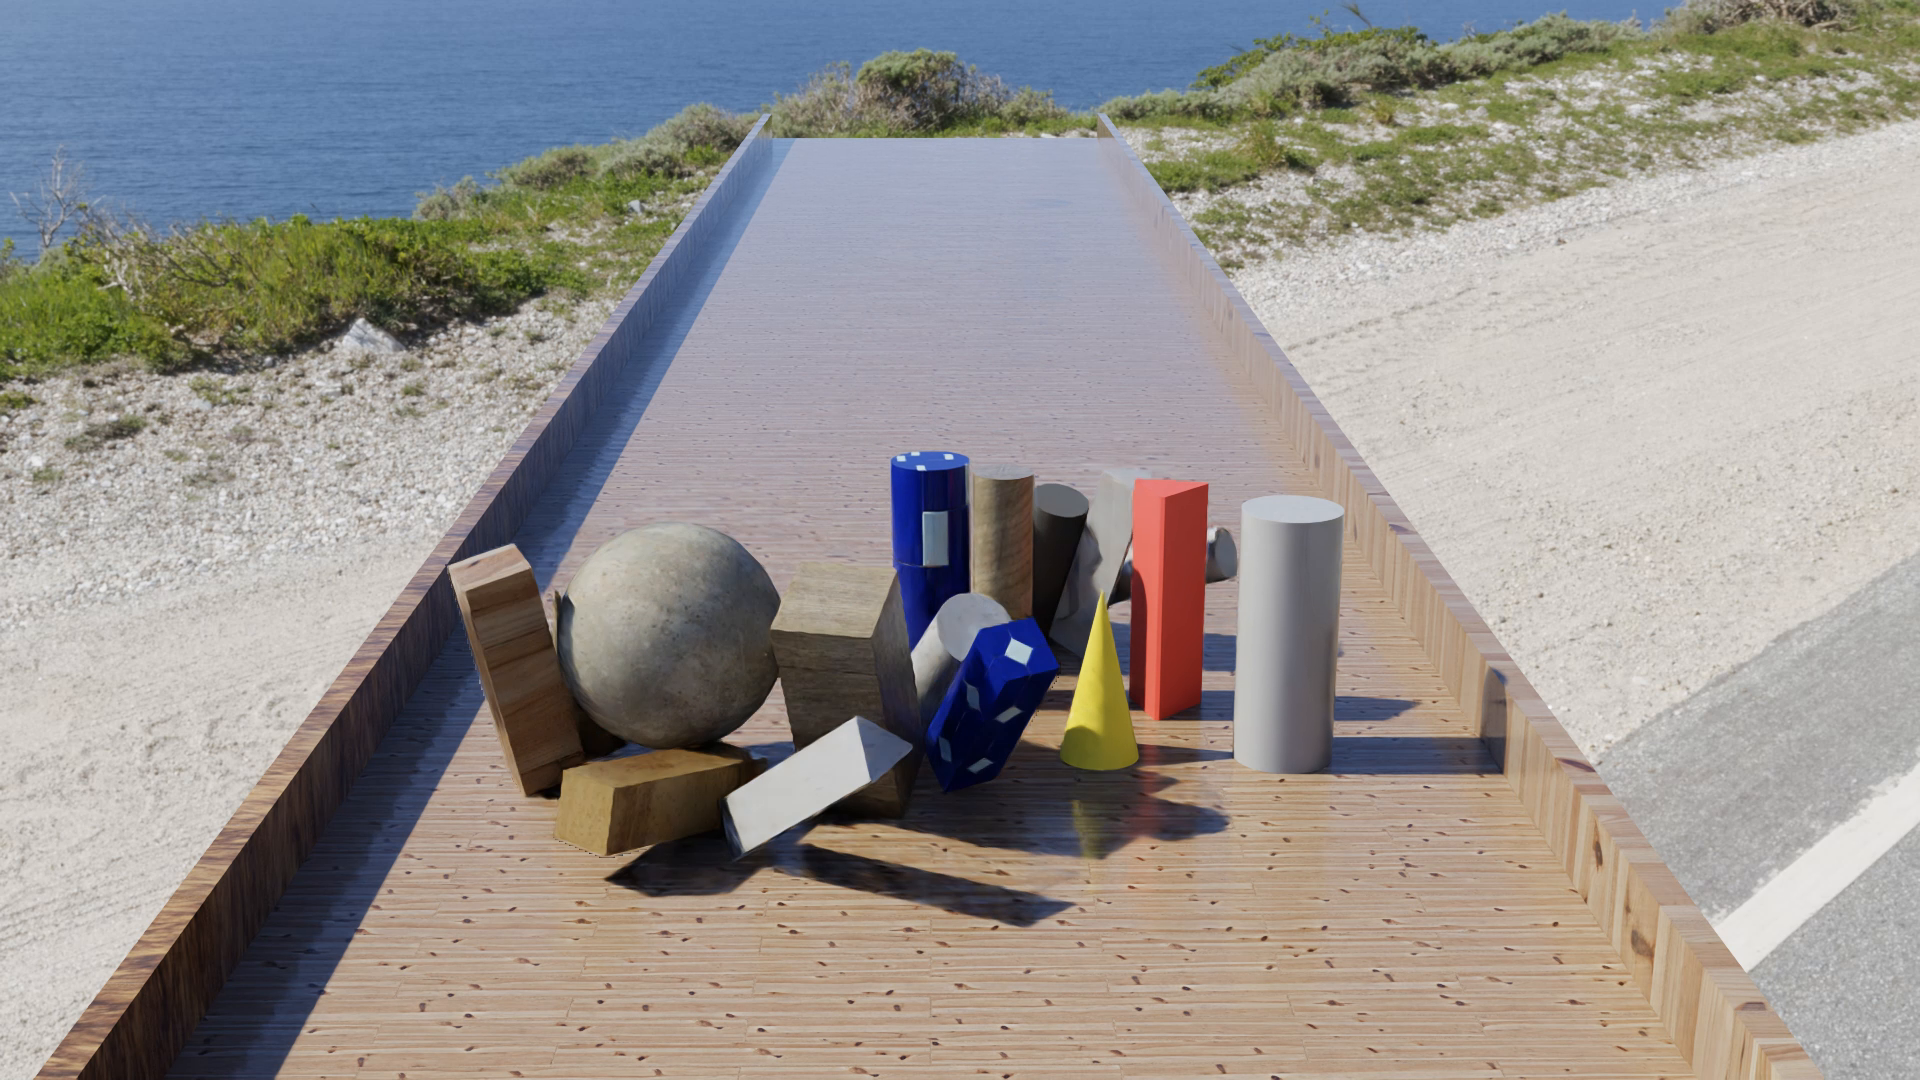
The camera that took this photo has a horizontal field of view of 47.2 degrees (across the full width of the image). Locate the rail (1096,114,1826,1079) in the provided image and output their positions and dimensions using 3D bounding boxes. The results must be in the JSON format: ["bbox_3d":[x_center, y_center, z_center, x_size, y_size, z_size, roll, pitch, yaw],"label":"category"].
[{"bbox_3d":[0.932,-0.844,7.801,0.050,0.150,12.000,0,17,-1],"label":"rail"}]

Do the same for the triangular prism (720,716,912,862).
[{"bbox_3d":[-0.243,0.374,3.391,0.402,0.090,0.104,-34,3,45],"label":"triangular prism"}]

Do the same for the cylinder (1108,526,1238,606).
[{"bbox_3d":[0.345,0.070,4.489,0.440,0.107,0.107,-13,8,30],"label":"cylinder"}]

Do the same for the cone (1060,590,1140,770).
[{"bbox_3d":[0.249,0.233,3.889,0.142,0.316,0.142,0,17,0],"label":"cone"}]

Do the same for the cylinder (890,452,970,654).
[{"bbox_3d":[-0.056,0.044,4.347,0.156,0.414,0.156,-1,16,0],"label":"cylinder"}]

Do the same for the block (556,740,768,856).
[{"bbox_3d":[-0.474,0.410,3.532,0.108,0.108,0.368,15,11,33],"label":"block"}]

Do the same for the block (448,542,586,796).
[{"bbox_3d":[-0.747,0.221,3.729,0.115,0.405,0.115,-20,29,-19],"label":"block"}]

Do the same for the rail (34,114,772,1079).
[{"bbox_3d":[-1.118,-0.838,7.780,0.050,0.150,12.000,0,17,-1],"label":"rail"}]

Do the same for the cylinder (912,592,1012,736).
[{"bbox_3d":[-0.025,0.233,3.843,0.140,0.140,0.348,-7,-26,-23],"label":"cylinder"}]

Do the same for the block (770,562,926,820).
[{"bbox_3d":[-0.178,0.250,3.611,0.165,0.410,0.165,4,41,14],"label":"block"}]

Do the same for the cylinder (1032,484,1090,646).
[{"bbox_3d":[0.168,0.056,4.423,0.118,0.330,0.118,9,33,-6],"label":"cylinder"}]

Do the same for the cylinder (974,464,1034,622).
[{"bbox_3d":[0.081,0.090,4.135,0.112,0.451,0.112,0,17,0],"label":"cylinder"}]

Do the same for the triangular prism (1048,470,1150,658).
[{"bbox_3d":[0.295,0.042,4.364,0.107,0.394,0.093,33,34,26],"label":"triangular prism"}]

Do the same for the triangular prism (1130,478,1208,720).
[{"bbox_3d":[0.370,0.104,4.120,0.118,0.432,0.136,15,22,41],"label":"triangular prism"}]

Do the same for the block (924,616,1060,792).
[{"bbox_3d":[0.047,0.279,3.677,0.101,0.360,0.101,-12,59,-27],"label":"block"}]

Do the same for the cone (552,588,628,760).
[{"bbox_3d":[-0.685,0.215,3.898,0.173,0.310,0.173,-6,30,4],"label":"cone"}]

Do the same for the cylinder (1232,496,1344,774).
[{"bbox_3d":[0.576,0.165,3.867,0.177,0.458,0.177,0,17,0],"label":"cylinder"}]

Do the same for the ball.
[{"bbox_3d":[-0.491,0.163,3.747,0.389,0.389,0.389,0,17,0],"label":"ball"}]
